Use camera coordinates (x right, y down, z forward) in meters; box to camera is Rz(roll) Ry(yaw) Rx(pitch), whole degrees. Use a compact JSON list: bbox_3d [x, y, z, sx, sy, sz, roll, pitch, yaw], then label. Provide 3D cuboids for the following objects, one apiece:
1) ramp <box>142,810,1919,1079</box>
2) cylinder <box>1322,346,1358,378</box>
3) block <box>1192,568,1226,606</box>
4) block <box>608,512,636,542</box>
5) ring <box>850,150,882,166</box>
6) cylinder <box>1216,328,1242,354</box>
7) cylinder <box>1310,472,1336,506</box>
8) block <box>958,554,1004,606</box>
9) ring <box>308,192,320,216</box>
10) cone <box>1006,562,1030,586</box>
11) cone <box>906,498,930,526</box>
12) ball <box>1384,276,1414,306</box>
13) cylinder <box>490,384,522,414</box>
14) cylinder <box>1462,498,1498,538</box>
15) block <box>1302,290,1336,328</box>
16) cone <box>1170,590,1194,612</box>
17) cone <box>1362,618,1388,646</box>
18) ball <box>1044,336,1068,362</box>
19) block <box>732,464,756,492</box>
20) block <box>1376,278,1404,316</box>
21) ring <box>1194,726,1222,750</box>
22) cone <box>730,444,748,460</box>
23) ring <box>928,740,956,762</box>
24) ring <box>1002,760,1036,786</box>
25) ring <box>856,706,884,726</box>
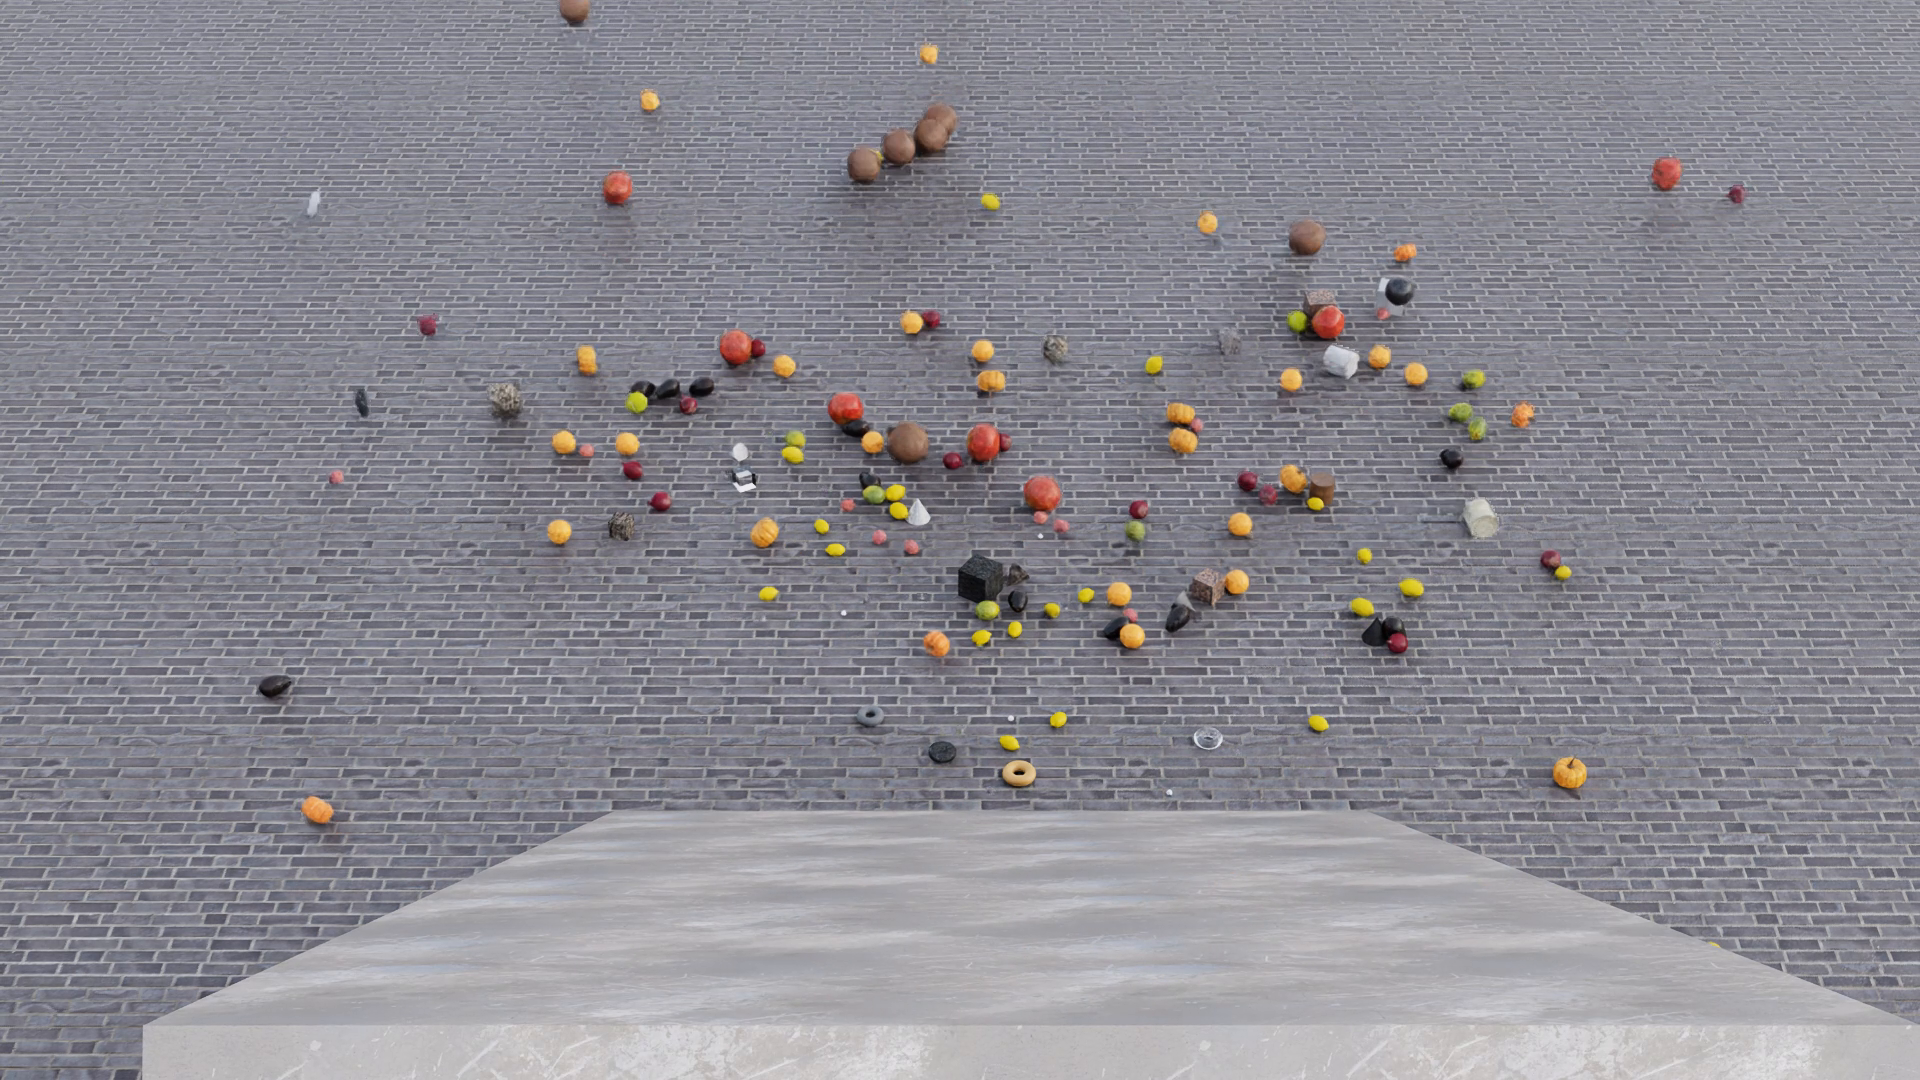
[{"bbox_3d":[0.081,0.683,4.921,2.000,0.100,4.000,0,-3,0],"label":"ramp"},{"bbox_3d":[1.277,-0.597,8.732,0.090,0.090,0.090,22,42,26],"label":"cylinder"},{"bbox_3d":[0.742,0.138,7.768,0.071,0.071,0.071,25,43,29],"label":"block"},{"bbox_3d":[-1.043,-0.042,8.018,0.060,0.060,0.060,12,38,15],"label":"block"},{"bbox_3d":[-0.357,-1.454,9.902,0.127,0.042,0.127,1,24,0],"label":"ring"},{"bbox_3d":[0.917,-0.677,8.856,0.070,0.070,0.070,-10,19,-13],"label":"cylinder"},{"bbox_3d":[1.136,-0.159,8.161,0.076,0.076,0.076,0,37,0],"label":"cylinder"},{"bbox_3d":[0.062,0.119,7.773,0.097,0.097,0.097,22,42,26],"label":"block"},{"bbox_3d":[-2.379,-1.237,9.576,0.031,0.094,0.094,14,34,-15],"label":"ring"},{"bbox_3d":[0.160,0.117,7.830,0.069,0.069,0.069,31,73,34],"label":"cone"},{"bbox_3d":[-0.131,-0.101,8.081,0.078,0.078,0.078,0,37,0],"label":"cone"},{"bbox_3d":[1.512,-0.857,8.949,0.099,0.099,0.099,0,37,0],"label":"ball"},{"bbox_3d":[-1.495,-0.464,8.551,0.094,0.094,0.094,-6,37,-8],"label":"cylinder"},{"bbox_3d":[1.605,-0.066,8.022,0.086,0.086,0.086,-4,37,-6],"label":"cylinder"},{"bbox_3d":[1.244,-0.800,8.999,0.094,0.094,0.094,-2,37,-3],"label":"block"},{"bbox_3d":[0.672,0.193,7.729,0.067,0.067,0.067,37,44,3],"label":"cone"},{"bbox_3d":[1.217,0.255,7.605,0.079,0.079,0.079,0,37,0],"label":"cone"},{"bbox_3d":[0.323,-0.647,8.804,0.084,0.084,0.084,0,37,0],"label":"ball"},{"bbox_3d":[-0.684,-0.195,8.225,0.056,0.056,0.056,-19,41,-23],"label":"block"},{"bbox_3d":[1.504,-0.847,9.065,0.090,0.090,0.090,9,38,12],"label":"block"},{"bbox_3d":[0.692,0.552,7.253,0.080,0.027,0.080,0,38,0],"label":"ring"},{"bbox_3d":[-0.724,-0.282,8.366,0.057,0.057,0.057,-1,26,48],"label":"cone"},{"bbox_3d":[-0.049,0.587,7.208,0.079,0.026,0.079,1,37,-1],"label":"ring"},{"bbox_3d":[0.162,0.640,7.133,0.094,0.031,0.094,-1,36,1],"label":"ring"},{"bbox_3d":[-0.252,0.496,7.329,0.078,0.026,0.078,-1,38,0],"label":"ring"}]
